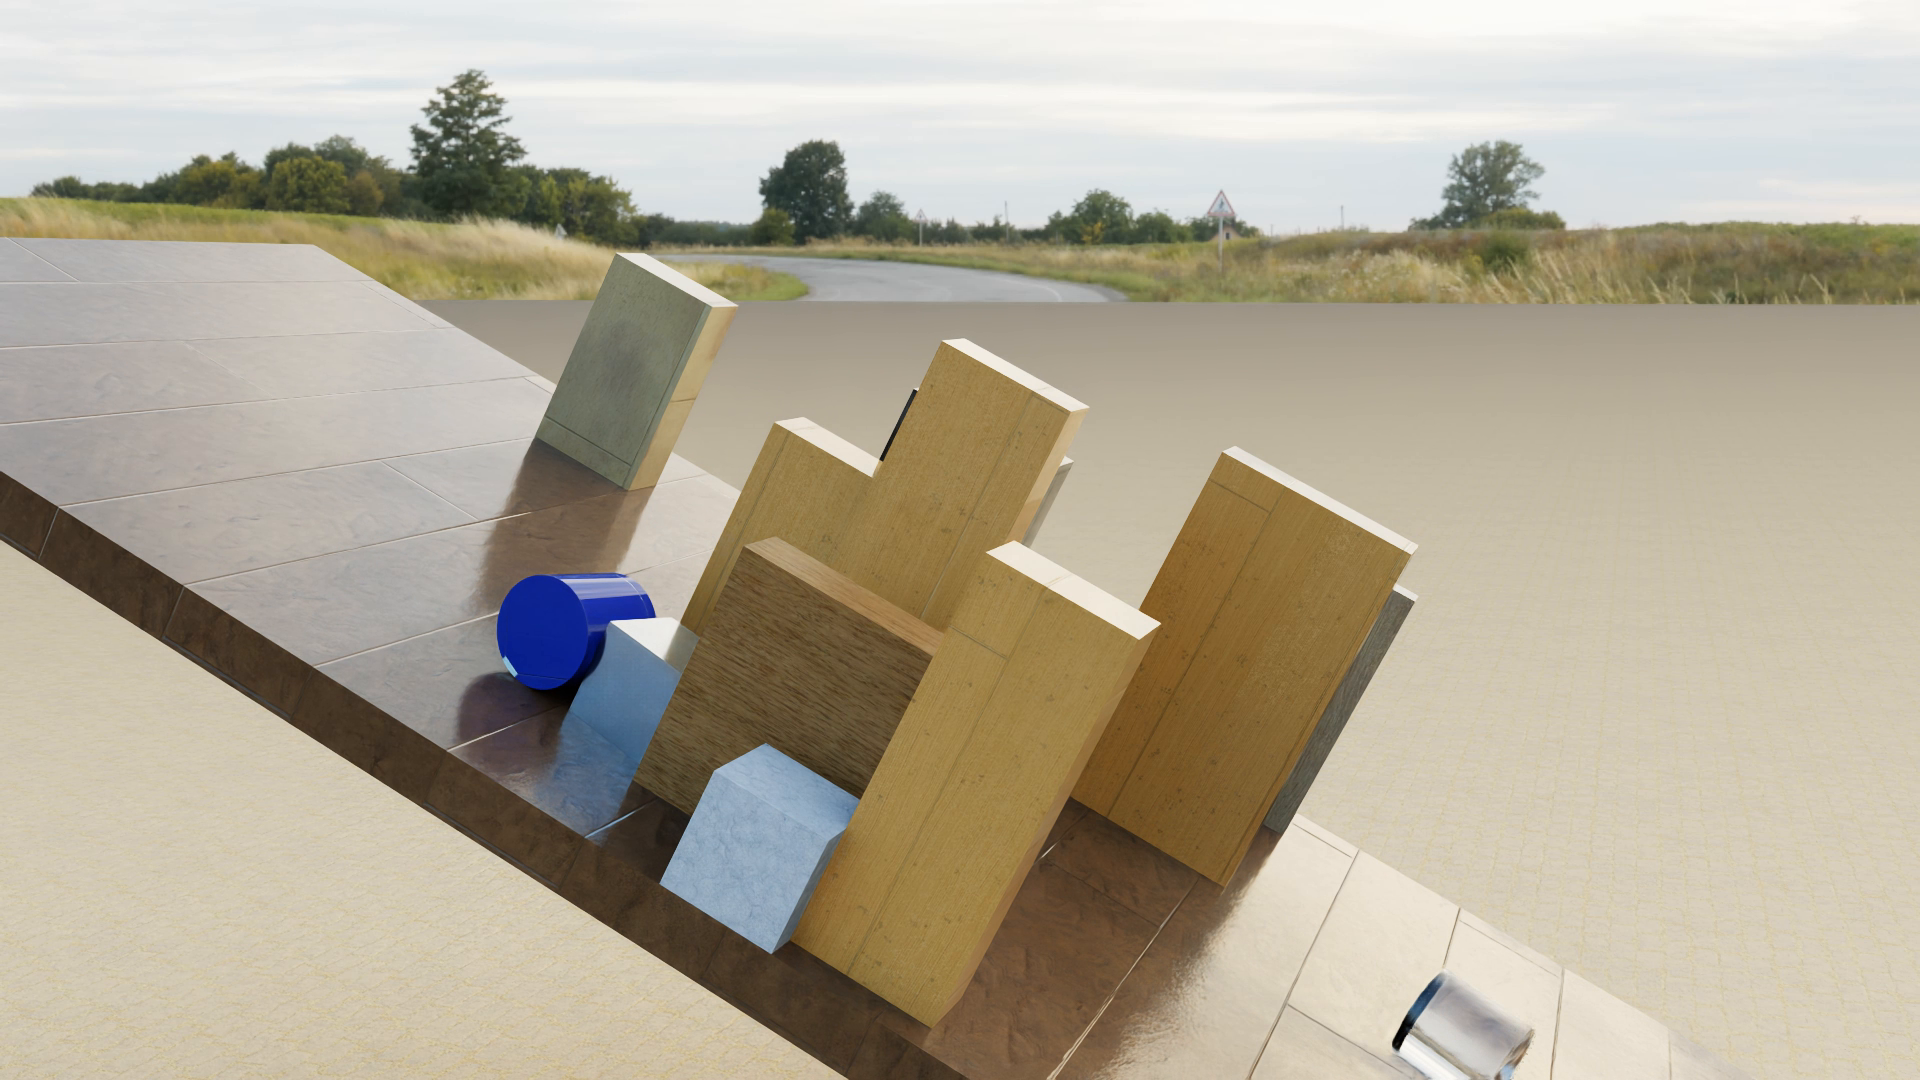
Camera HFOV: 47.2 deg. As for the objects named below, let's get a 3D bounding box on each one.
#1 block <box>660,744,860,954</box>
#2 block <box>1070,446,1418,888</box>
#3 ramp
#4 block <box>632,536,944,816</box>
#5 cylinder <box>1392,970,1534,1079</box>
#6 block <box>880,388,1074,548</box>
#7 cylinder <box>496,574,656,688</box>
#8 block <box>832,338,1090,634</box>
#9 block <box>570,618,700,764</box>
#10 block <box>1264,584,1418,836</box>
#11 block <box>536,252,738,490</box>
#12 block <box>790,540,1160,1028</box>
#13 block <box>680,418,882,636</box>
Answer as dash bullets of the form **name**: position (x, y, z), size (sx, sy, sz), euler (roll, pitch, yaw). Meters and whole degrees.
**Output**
- **block**: position (-0.281, 0.448, 3.226), size (0.194, 0.194, 0.194), euler (30, 14, 12)
- **block**: position (0.526, 0.245, 4.282), size (0.402, 0.746, 0.141), euler (30, 14, 12)
- **ramp**: position (-0.232, 0.387, 4.153), size (4.000, 0.100, 2.000), euler (30, 14, 12)
- **block**: position (-0.236, 0.282, 3.431), size (0.396, 0.425, 0.131), euler (30, 14, 12)
- **cylinder**: position (0.877, 0.873, 3.836), size (0.176, 0.176, 0.176), euler (34, 24, 27)
- **block**: position (-0.068, 0.049, 4.194), size (0.307, 0.609, 0.138), euler (30, 14, 12)
- **cylinder**: position (-0.638, 0.150, 3.670), size (0.188, 0.188, 0.188), euler (4, 1, 29)
- **block**: position (-0.074, 0.057, 3.806), size (0.251, 0.777, 0.127), euler (30, 14, 12)
- **block**: position (-0.497, 0.246, 3.614), size (0.170, 0.170, 0.170), euler (33, 15, 24)
- **block**: position (0.662, 0.279, 4.742), size (0.405, 0.585, 0.081), euler (30, 14, 12)
- **block**: position (-0.717, -0.374, 4.873), size (0.254, 0.453, 0.144), euler (30, 14, 12)
- **block**: position (0.019, 0.351, 3.170), size (0.245, 0.652, 0.145), euler (30, 14, 12)
- **block**: position (-0.261, 0.091, 3.914), size (0.354, 0.503, 0.141), euler (30, 14, 12)
